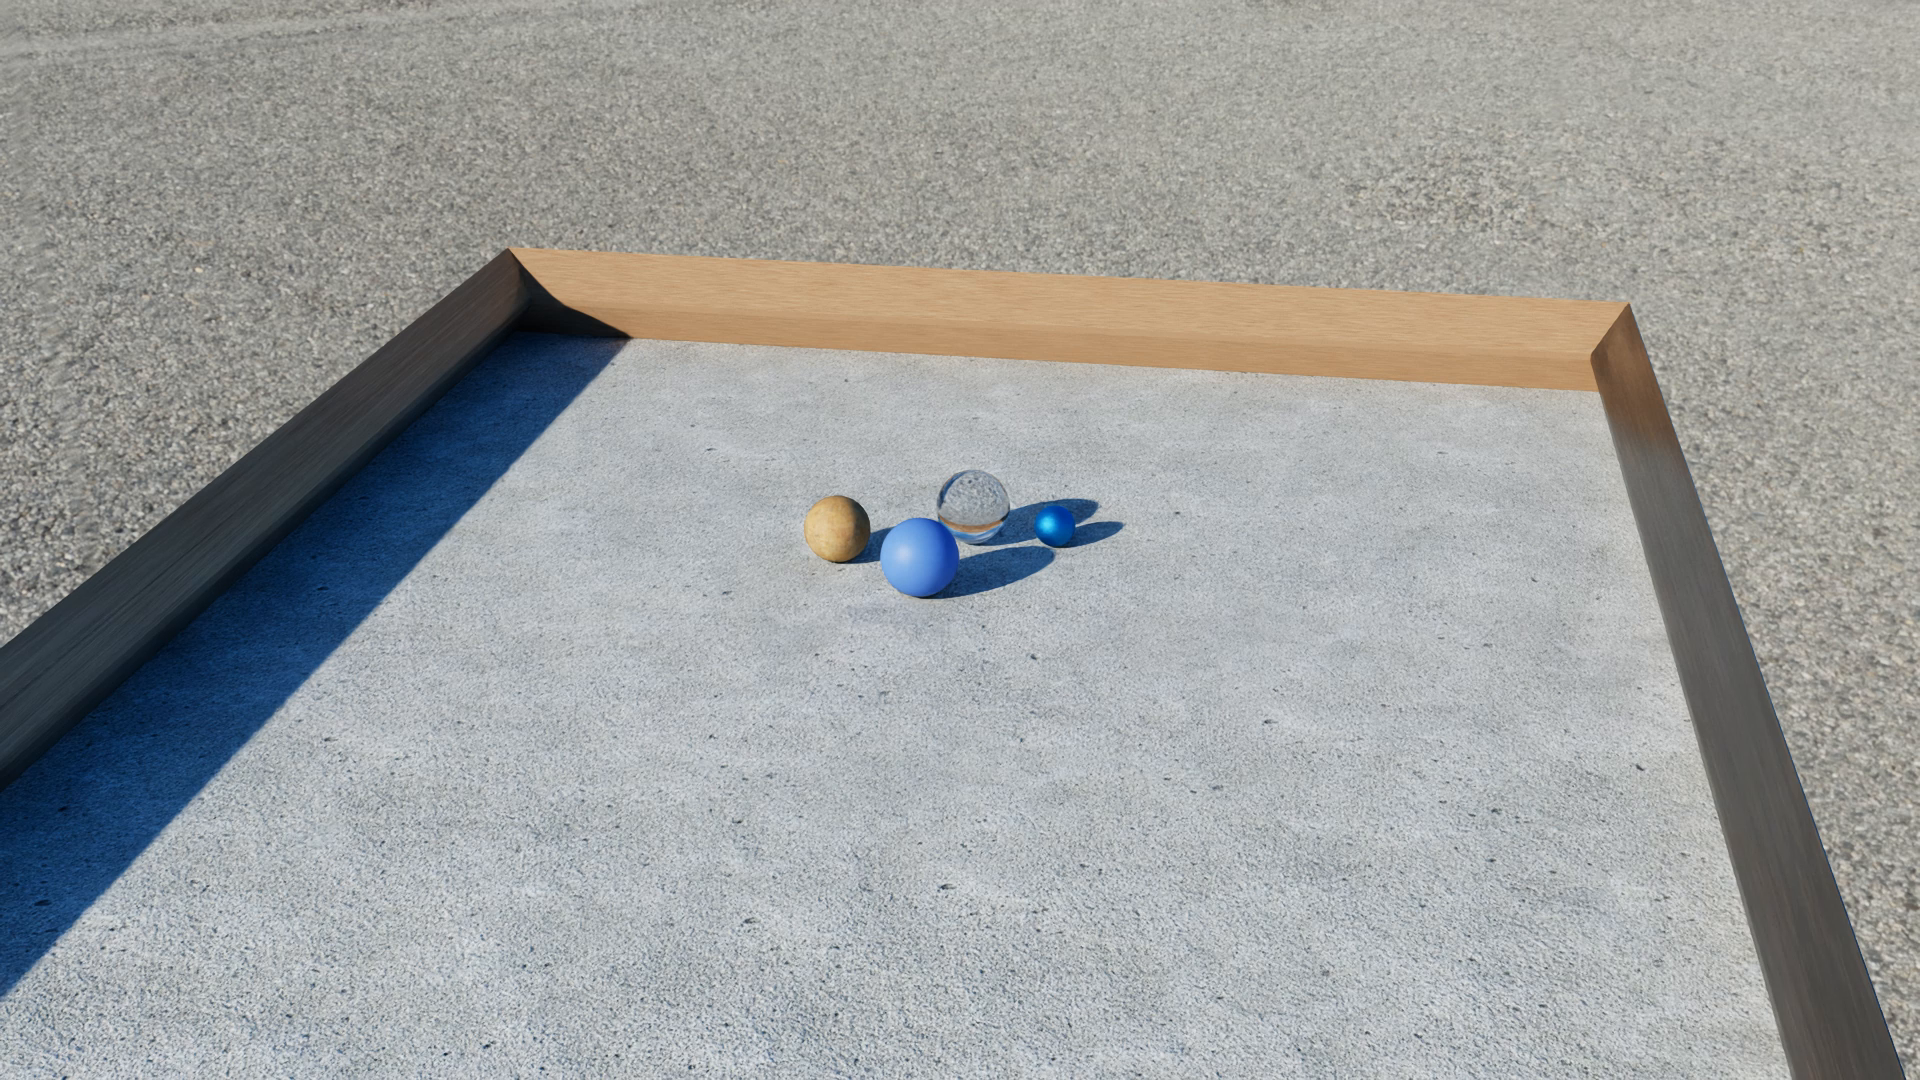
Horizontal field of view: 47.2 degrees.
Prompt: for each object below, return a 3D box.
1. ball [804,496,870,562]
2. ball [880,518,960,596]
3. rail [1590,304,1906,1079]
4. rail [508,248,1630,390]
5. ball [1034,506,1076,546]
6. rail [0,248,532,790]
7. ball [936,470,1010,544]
[{"bbox_3d":[-0.128,-0.012,2.301,0.070,0.070,0.070,0,24,0],"label":"ball"},{"bbox_3d":[-0.041,0.017,2.222,0.080,0.080,0.080,0,24,0],"label":"ball"},{"bbox_3d":[0.586,0.293,1.551,0.045,0.117,2.690,4,24,9],"label":"rail"},{"bbox_3d":[0.108,-0.282,2.851,1.464,0.117,0.045,4,24,9],"label":"rail"},{"bbox_3d":[0.101,-0.015,2.340,0.044,0.044,0.044,0,24,0],"label":"ball"},{"bbox_3d":[-0.811,0.197,1.768,0.045,0.117,2.690,4,24,9],"label":"rail"},{"bbox_3d":[0.014,-0.036,2.343,0.079,0.079,0.079,0,24,0],"label":"ball"}]
